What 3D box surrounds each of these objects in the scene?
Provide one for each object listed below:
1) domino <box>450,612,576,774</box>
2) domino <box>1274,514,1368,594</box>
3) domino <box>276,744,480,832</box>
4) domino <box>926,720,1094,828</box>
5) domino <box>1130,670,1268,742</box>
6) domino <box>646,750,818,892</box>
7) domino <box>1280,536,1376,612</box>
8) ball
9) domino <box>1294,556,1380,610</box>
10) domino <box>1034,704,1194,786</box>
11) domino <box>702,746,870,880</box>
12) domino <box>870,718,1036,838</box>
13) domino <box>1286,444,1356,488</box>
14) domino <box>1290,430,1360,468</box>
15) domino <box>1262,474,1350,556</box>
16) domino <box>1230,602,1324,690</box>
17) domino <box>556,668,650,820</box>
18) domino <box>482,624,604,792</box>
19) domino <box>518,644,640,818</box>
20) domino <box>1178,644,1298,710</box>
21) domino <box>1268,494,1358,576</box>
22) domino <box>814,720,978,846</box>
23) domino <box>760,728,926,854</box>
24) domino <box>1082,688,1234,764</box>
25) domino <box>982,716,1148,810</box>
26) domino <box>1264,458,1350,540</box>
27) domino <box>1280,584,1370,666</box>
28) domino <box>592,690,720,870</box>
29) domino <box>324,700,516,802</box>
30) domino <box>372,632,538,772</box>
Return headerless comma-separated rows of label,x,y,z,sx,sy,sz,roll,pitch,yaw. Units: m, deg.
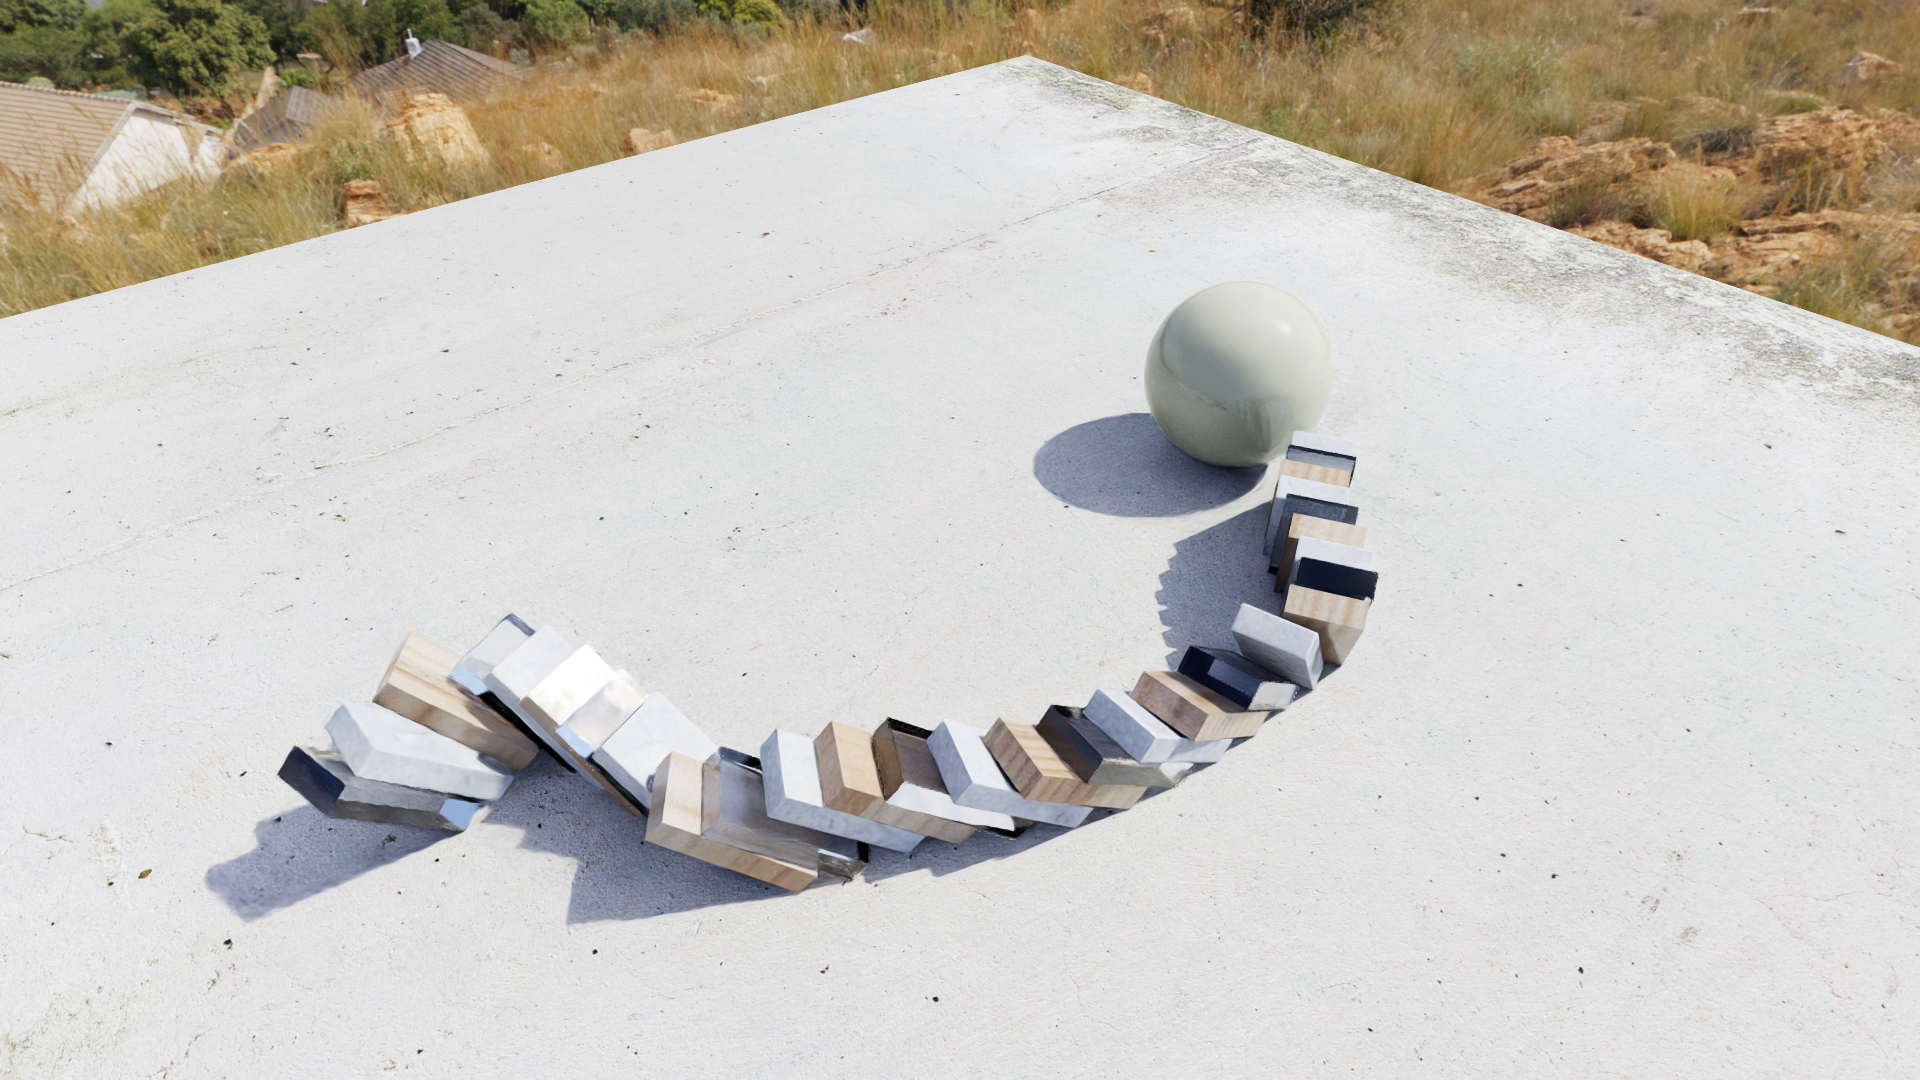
domino,-0.137,0.050,0.360,0.050,0.010,0.025,43,43,-10
domino,0.131,0.008,0.402,0.025,0.050,0.009,13,67,15
domino,-0.170,0.074,0.325,0.025,0.050,0.009,24,81,26
domino,0.016,0.071,0.334,0.050,0.009,0.025,21,26,-36
domino,0.078,0.053,0.357,0.025,0.009,0.050,34,14,34
domino,-0.065,0.082,0.320,0.050,0.010,0.025,29,31,-27
domino,0.130,0.015,0.394,0.025,0.050,0.009,13,69,15
ball,0.120,-0.071,0.475,0.080,0.080,0.080,0,39,0
domino,0.128,0.022,0.385,0.025,0.050,0.010,13,69,15
domino,0.049,0.064,0.343,0.050,0.010,0.025,14,22,-46
domino,-0.051,0.080,0.322,0.050,0.010,0.025,27,32,-30
domino,-0.002,0.072,0.333,0.050,0.010,0.025,24,28,-31
domino,0.139,-0.019,0.435,0.025,0.050,0.010,13,67,15
domino,0.143,-0.025,0.443,0.025,0.050,0.009,13,67,15
domino,0.131,-0.006,0.420,0.025,0.050,0.010,13,67,15
domino,0.108,0.037,0.370,0.025,0.050,0.009,23,81,26
domino,-0.096,0.067,0.339,0.050,0.009,0.025,46,47,-5
domino,-0.124,0.054,0.354,0.050,0.010,0.025,46,43,-7
domino,-0.110,0.060,0.347,0.050,0.010,0.025,47,45,-6
domino,0.093,0.046,0.364,0.025,0.009,0.050,28,7,30
domino,0.131,0.001,0.411,0.025,0.050,0.009,13,67,15
domino,-0.019,0.073,0.331,0.050,0.010,0.025,25,27,-32
domino,-0.035,0.075,0.328,0.050,0.010,0.025,25,29,-33
domino,0.064,0.059,0.349,0.050,0.009,0.025,13,21,-49
domino,0.033,0.069,0.337,0.050,0.009,0.025,17,24,-42
domino,0.134,-0.013,0.428,0.025,0.050,0.009,13,67,15
domino,0.122,0.030,0.377,0.025,0.050,0.010,13,73,15
domino,-0.083,0.072,0.333,0.050,0.009,0.025,45,46,-6
domino,-0.164,0.065,0.336,0.025,0.050,0.009,34,88,34
domino,-0.159,0.052,0.353,0.050,0.009,0.025,36,23,-27
